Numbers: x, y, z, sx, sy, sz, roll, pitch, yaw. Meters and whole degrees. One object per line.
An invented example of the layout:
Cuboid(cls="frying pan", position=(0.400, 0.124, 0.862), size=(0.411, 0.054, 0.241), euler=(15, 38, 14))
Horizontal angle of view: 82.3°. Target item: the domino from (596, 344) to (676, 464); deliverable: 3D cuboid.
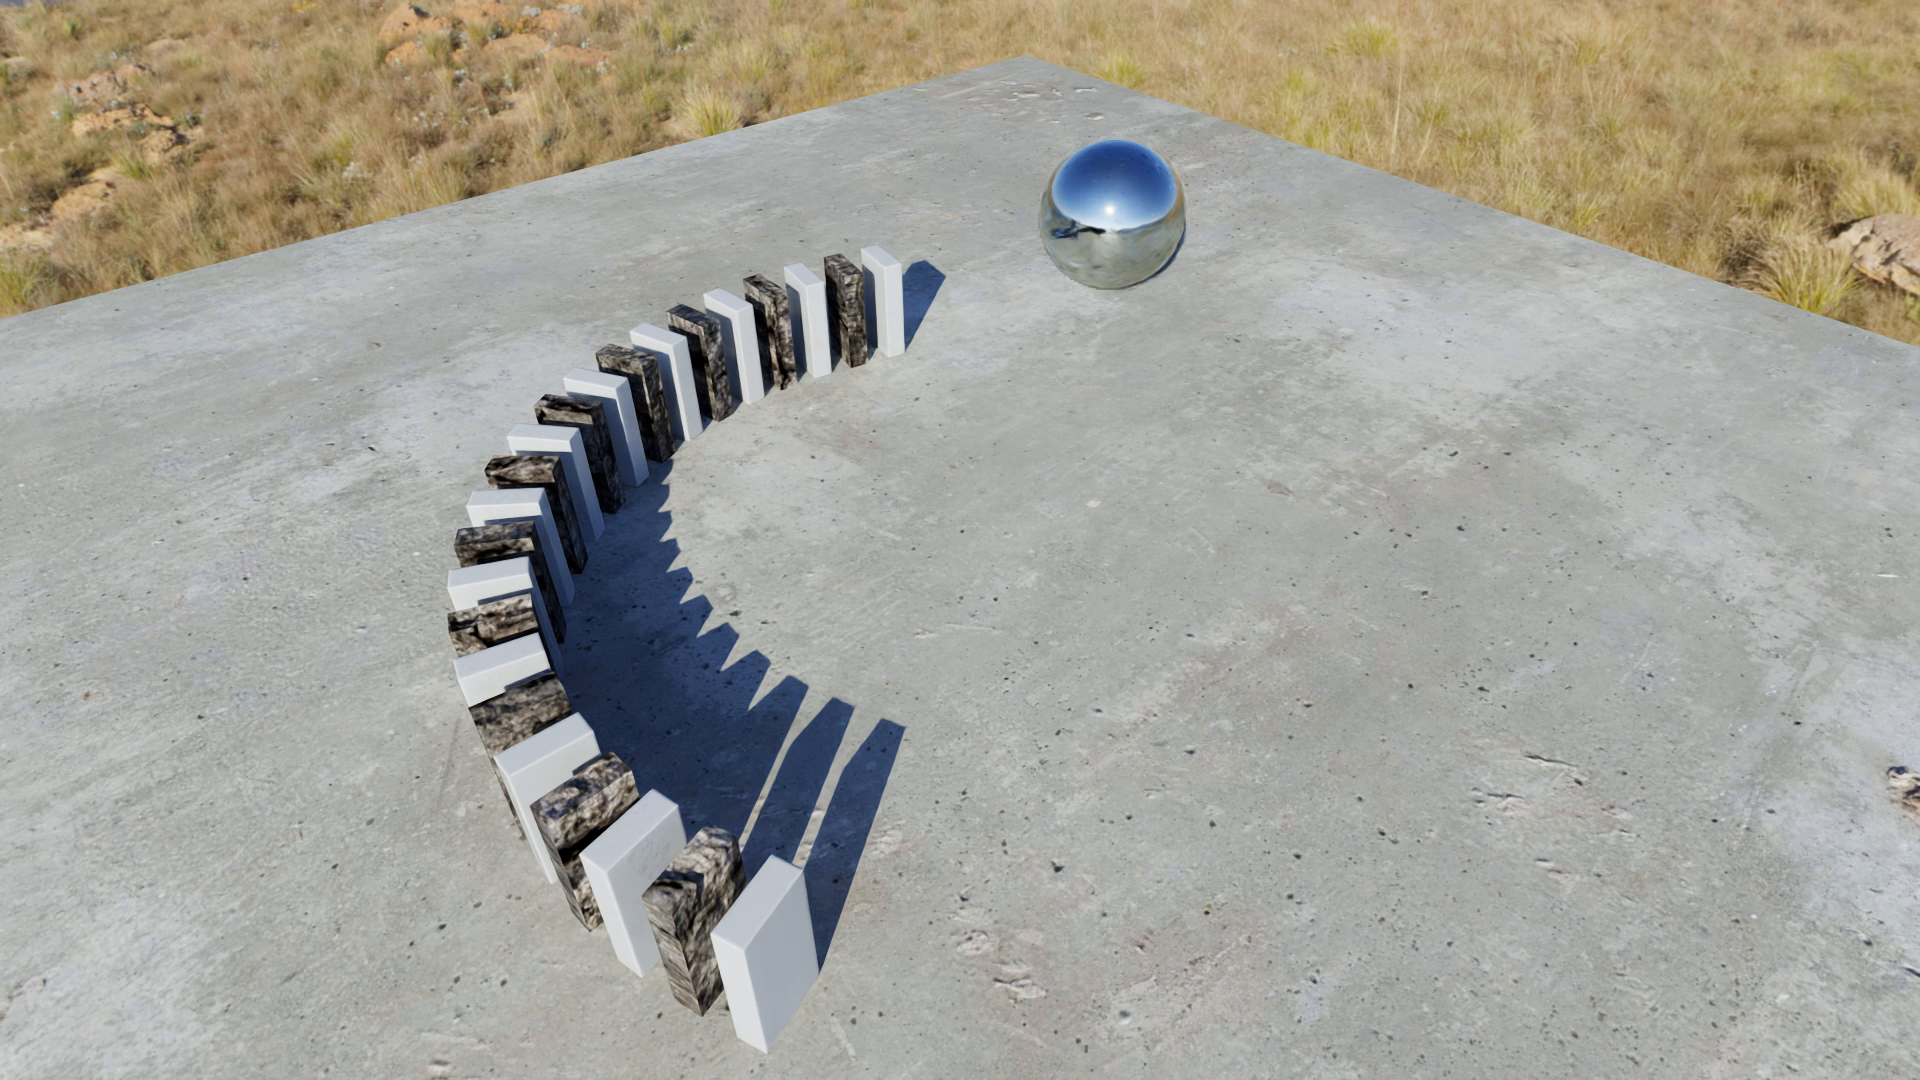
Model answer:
Cuboid(cls="domino", position=(-0.143, -0.060, 0.484), size=(0.025, 0.050, 0.009), euler=(17, 42, 20))

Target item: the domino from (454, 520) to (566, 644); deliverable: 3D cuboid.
Cuboid(cls="domino", position=(-0.159, 0.017, 0.391), size=(0.025, 0.050, 0.010), euler=(-7, 40, -8))

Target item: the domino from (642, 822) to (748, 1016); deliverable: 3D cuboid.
Cuboid(cls="domino", position=(-0.067, 0.100, 0.289), size=(0.009, 0.050, 0.025), euler=(20, 43, 22))

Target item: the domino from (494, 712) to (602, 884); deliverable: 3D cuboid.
Cuboid(cls="domino", position=(-0.115, 0.075, 0.319), size=(0.025, 0.050, 0.010), euler=(-28, 47, -30))

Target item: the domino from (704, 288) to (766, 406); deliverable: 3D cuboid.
Cuboid(cls="domino", position=(-0.107, -0.092, 0.524), size=(0.025, 0.050, 0.010), euler=(31, 49, 32))

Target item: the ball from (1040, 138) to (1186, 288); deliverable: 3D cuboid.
Cuboid(cls="ball", position=(0.084, -0.180, 0.608), size=(0.080, 0.080, 0.080), euler=(0, 39, 0))

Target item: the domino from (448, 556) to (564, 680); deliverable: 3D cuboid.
Cuboid(cls="domino", position=(-0.154, 0.030, 0.375), size=(0.025, 0.050, 0.009), euler=(-11, 41, -13))

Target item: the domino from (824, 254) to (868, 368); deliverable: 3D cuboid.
Cuboid(cls="domino", position=(-0.057, -0.115, 0.552), size=(0.010, 0.050, 0.025), euler=(-19, 43, -22))

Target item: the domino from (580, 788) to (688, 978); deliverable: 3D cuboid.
Cuboid(cls="domino", position=(-0.085, 0.093, 0.298), size=(0.009, 0.050, 0.025), euler=(24, 45, 26))

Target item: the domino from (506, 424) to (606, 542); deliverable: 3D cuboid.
Cuboid(cls="domino", position=(-0.160, -0.022, 0.439), size=(0.025, 0.050, 0.009), euler=(5, 40, 6))

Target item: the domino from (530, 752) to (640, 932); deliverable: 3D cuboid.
Cuboid(cls="domino", position=(-0.101, 0.085, 0.308), size=(0.010, 0.050, 0.025), euler=(31, 49, 32))

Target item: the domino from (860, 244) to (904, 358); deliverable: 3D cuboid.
Cuboid(cls="domino", position=(-0.039, -0.121, 0.559), size=(0.009, 0.050, 0.025), euler=(-21, 44, -24))

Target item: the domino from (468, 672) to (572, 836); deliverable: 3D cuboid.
Cuboid(cls="domino", position=(-0.127, 0.065, 0.332), size=(0.025, 0.050, 0.009), euler=(-24, 45, -26))

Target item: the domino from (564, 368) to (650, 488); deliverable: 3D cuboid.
Cuboid(cls="domino", position=(-0.150, -0.048, 0.470), size=(0.025, 0.050, 0.009), euler=(13, 41, 15))

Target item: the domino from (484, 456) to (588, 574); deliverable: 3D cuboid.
Cuboid(cls="domino", position=(-0.162, -0.009, 0.423), size=(0.025, 0.050, 0.009), euler=(1, 39, 1))

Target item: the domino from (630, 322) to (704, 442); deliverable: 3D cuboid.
Cuboid(cls="domino", position=(-0.133, -0.071, 0.498), size=(0.025, 0.050, 0.009), euler=(22, 44, 24))

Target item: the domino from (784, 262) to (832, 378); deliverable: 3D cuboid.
Cuboid(cls="domino", position=(-0.075, -0.108, 0.544), size=(0.009, 0.050, 0.025), euler=(-21, 44, -24))

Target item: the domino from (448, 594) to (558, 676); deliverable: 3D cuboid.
Cuboid(cls="domino", position=(-0.147, 0.042, 0.360), size=(0.025, 0.050, 0.009), euler=(-15, 42, -17))

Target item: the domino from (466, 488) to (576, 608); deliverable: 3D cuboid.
Cuboid(cls="domino", position=(-0.161, 0.004, 0.407), size=(0.025, 0.050, 0.009), euler=(-3, 39, -3))

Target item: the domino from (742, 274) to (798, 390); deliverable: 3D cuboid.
Cuboid(cls="domino", position=(-0.092, -0.101, 0.535), size=(0.009, 0.050, 0.025), euler=(-27, 46, -29))

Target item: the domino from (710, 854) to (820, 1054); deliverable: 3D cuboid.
Cuboid(cls="domino", position=(-0.049, 0.106, 0.281), size=(0.009, 0.050, 0.025), euler=(18, 43, 21))

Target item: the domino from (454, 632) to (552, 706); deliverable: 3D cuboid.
Cuboid(cls="domino", position=(-0.138, 0.054, 0.346), size=(0.025, 0.050, 0.010), euler=(-19, 43, -22))

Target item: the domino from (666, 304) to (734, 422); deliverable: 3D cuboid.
Cuboid(cls="domino", position=(-0.121, -0.082, 0.511), size=(0.025, 0.050, 0.009), euler=(26, 46, 28))

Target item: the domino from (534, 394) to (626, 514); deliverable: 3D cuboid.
Cuboid(cls="domino", position=(-0.156, -0.035, 0.454), size=(0.025, 0.050, 0.010), euler=(9, 40, 11))
